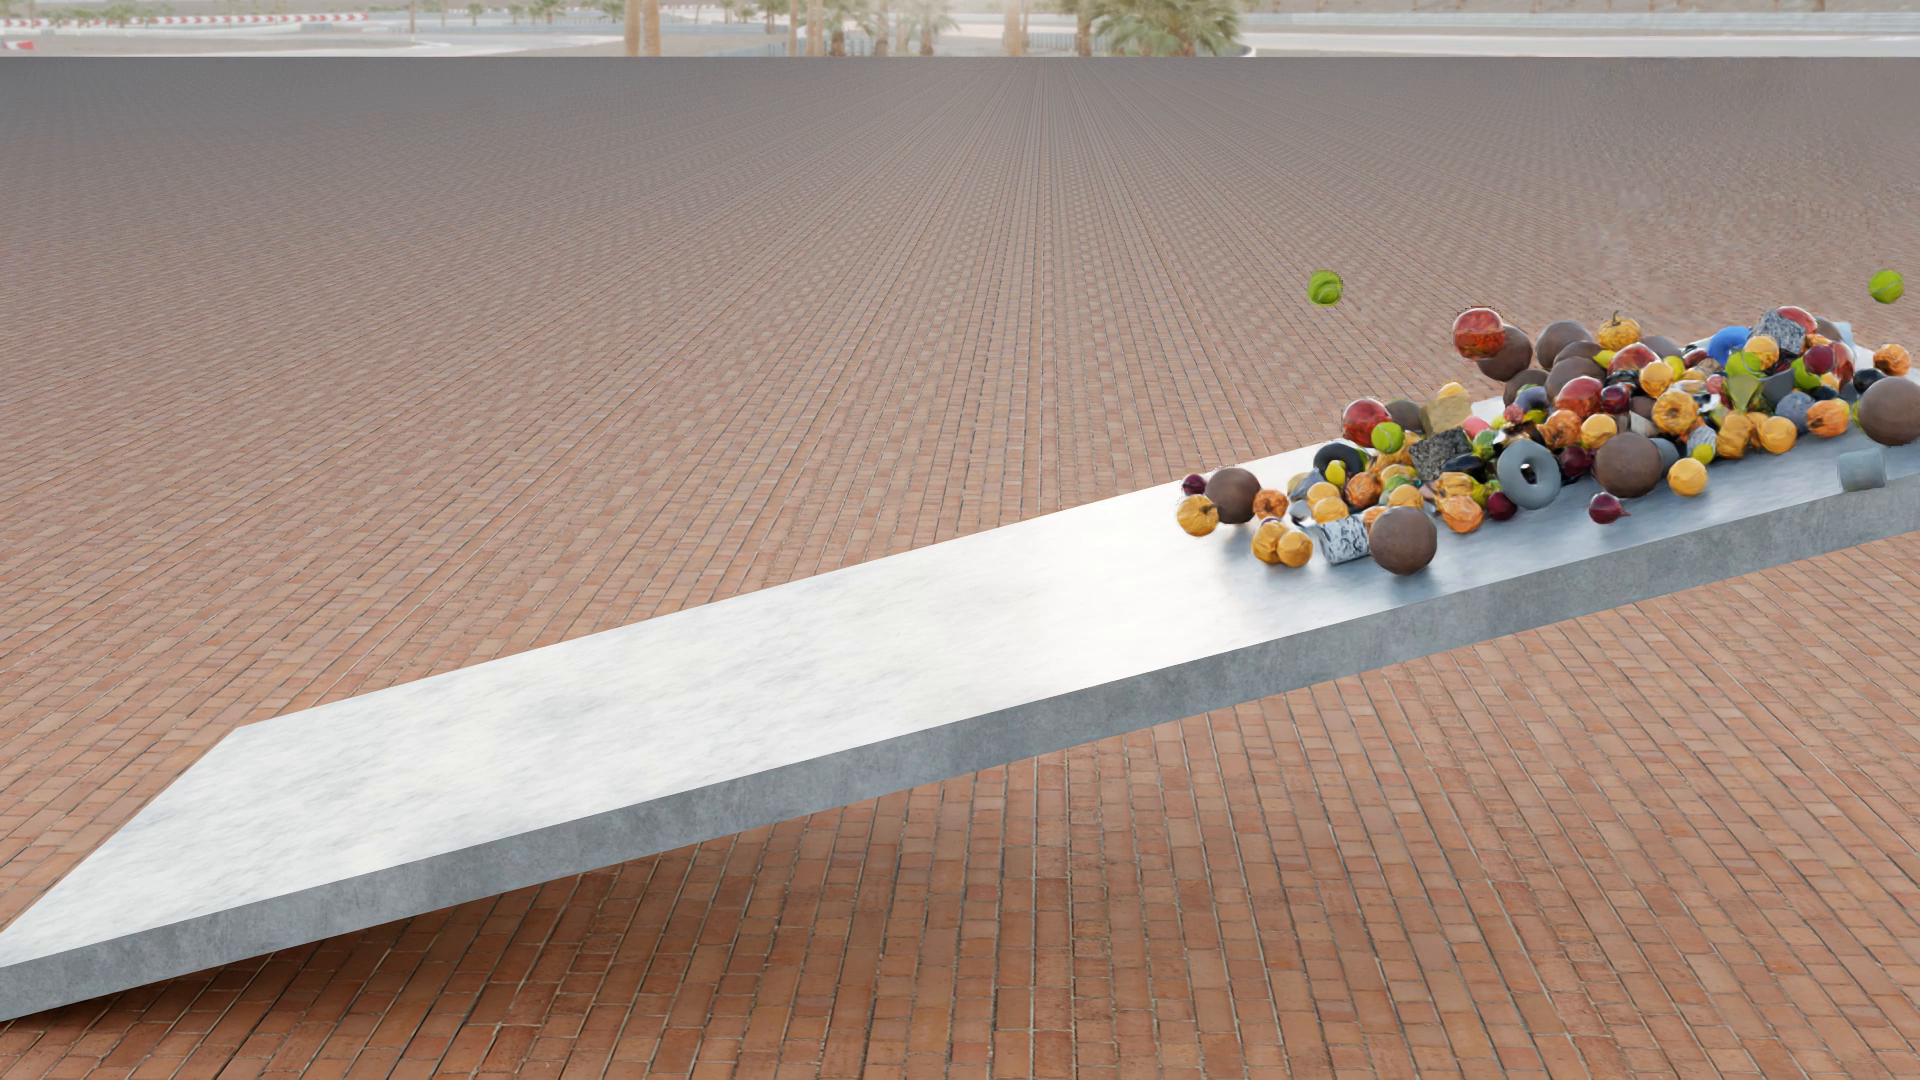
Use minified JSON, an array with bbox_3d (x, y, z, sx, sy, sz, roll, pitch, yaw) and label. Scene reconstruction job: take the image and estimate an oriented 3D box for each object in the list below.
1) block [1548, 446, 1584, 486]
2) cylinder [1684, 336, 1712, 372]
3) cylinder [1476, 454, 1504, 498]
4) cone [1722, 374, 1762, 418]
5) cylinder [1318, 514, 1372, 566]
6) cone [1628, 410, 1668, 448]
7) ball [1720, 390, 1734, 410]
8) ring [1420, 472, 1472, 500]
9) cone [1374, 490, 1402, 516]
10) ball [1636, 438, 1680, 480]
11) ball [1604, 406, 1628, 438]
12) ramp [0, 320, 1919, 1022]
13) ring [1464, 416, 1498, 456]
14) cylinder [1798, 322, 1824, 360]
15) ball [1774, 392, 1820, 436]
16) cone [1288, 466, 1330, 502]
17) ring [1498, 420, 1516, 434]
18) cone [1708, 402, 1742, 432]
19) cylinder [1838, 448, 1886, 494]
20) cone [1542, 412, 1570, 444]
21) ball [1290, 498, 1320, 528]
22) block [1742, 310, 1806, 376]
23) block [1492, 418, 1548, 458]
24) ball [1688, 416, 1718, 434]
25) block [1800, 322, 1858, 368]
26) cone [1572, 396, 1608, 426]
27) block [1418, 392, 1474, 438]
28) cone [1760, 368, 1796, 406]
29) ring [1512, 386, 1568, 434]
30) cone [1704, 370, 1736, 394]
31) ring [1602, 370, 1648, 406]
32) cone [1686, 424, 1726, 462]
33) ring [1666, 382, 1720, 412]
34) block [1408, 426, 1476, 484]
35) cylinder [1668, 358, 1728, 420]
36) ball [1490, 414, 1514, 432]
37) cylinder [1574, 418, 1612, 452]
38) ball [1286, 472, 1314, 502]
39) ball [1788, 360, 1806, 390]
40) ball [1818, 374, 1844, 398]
[{"bbox_3d":[1.220,-0.148,5.966,0.063,0.063,0.063,-9,13,33],"label":"block"},{"bbox_3d":[1.698,-0.408,6.622,0.098,0.098,0.098,-18,14,-14],"label":"cylinder"},{"bbox_3d":[1.108,-0.136,6.029,0.076,0.076,0.076,6,23,31],"label":"cylinder"},{"bbox_3d":[1.546,-0.271,5.822,0.080,0.080,0.080,3,52,15],"label":"cone"},{"bbox_3d":[0.756,0.000,5.790,0.083,0.083,0.083,-16,11,-3],"label":"cylinder"},{"bbox_3d":[1.376,-0.222,5.878,0.076,0.076,0.076,0,10,8],"label":"cone"},{"bbox_3d":[1.565,-0.292,5.937,0.061,0.061,0.061,0,10,0],"label":"ball"},{"bbox_3d":[1.016,-0.112,6.148,0.116,0.039,0.116,-18,1,0],"label":"ring"},{"bbox_3d":[0.883,-0.066,6.147,0.058,0.058,0.058,-41,-3,19],"label":"cone"},{"bbox_3d":[1.362,-0.159,5.743,0.082,0.082,0.082,0,10,0],"label":"ball"},{"bbox_3d":[1.397,-0.249,6.228,0.065,0.065,0.065,0,10,0],"label":"ball"},{"bbox_3d":[0.080,0.191,6.329,4.000,0.100,2.000,-15,9,4],"label":"ramp"},{"bbox_3d":[1.103,-0.215,6.171,0.114,0.038,0.114,45,0,0],"label":"ring"},{"bbox_3d":[1.907,-0.445,6.582,0.072,0.072,0.072,-10,3,34],"label":"cylinder"},{"bbox_3d":[1.650,-0.249,5.795,0.085,0.085,0.085,0,10,0],"label":"ball"},{"bbox_3d":[0.737,-0.104,6.289,0.082,0.082,0.082,-22,11,-1],"label":"cone"},{"bbox_3d":[1.202,-0.225,6.462,0.095,0.032,0.095,-40,14,12],"label":"ring"},{"bbox_3d":[1.554,-0.269,6.017,0.077,0.077,0.077,-9,-16,-3],"label":"cone"},{"bbox_3d":[1.593,-0.123,5.194,0.071,0.071,0.071,-10,5,23],"label":"cylinder"},{"bbox_3d":[1.243,-0.241,6.118,0.058,0.058,0.058,10,-30,6],"label":"cone"},{"bbox_3d":[0.729,-0.056,6.231,0.062,0.062,0.062,0,10,0],"label":"ball"},{"bbox_3d":[1.684,-0.404,6.088,0.086,0.086,0.086,26,53,-1],"label":"block"},{"bbox_3d":[1.135,-0.190,5.961,0.071,0.071,0.071,-22,15,39],"label":"block"},{"bbox_3d":[1.505,-0.222,5.957,0.058,0.058,0.058,0,10,0],"label":"ball"},{"bbox_3d":[1.906,-0.429,6.465,0.080,0.080,0.080,-19,10,-21],"label":"block"},{"bbox_3d":[1.348,-0.275,6.379,0.082,0.082,0.082,9,6,43],"label":"cone"},{"bbox_3d":[1.095,-0.264,6.589,0.096,0.096,0.096,-18,-9,-2],"label":"block"},{"bbox_3d":[1.638,-0.282,5.863,0.095,0.095,0.095,-21,0,0],"label":"cone"},{"bbox_3d":[1.260,-0.279,6.389,0.119,0.119,0.040,0,-24,2],"label":"ring"},{"bbox_3d":[1.578,-0.290,6.038,0.090,0.090,0.090,-1,23,-6],"label":"cone"},{"bbox_3d":[1.366,-0.312,6.038,0.094,0.094,0.031,0,48,3],"label":"ring"},{"bbox_3d":[1.492,-0.182,5.814,0.077,0.077,0.077,18,-3,-39],"label":"cone"},{"bbox_3d":[1.473,-0.288,5.908,0.106,0.035,0.106,0,27,0],"label":"ring"},{"bbox_3d":[1.013,-0.178,6.180,0.086,0.086,0.086,-16,-7,-38],"label":"block"},{"bbox_3d":[1.564,-0.317,6.200,0.098,0.098,0.098,-35,18,-10],"label":"cylinder"},{"bbox_3d":[1.220,-0.253,6.599,0.061,0.061,0.061,0,10,0],"label":"ball"},{"bbox_3d":[1.340,-0.221,6.218,0.056,0.056,0.056,-22,16,-14],"label":"cylinder"},{"bbox_3d":[0.756,-0.113,6.491,0.073,0.073,0.073,0,10,0],"label":"ball"},{"bbox_3d":[1.760,-0.353,6.260,0.076,0.076,0.076,0,10,0],"label":"ball"},{"bbox_3d":[1.800,-0.319,6.078,0.050,0.050,0.050,0,10,0],"label":"ball"}]
